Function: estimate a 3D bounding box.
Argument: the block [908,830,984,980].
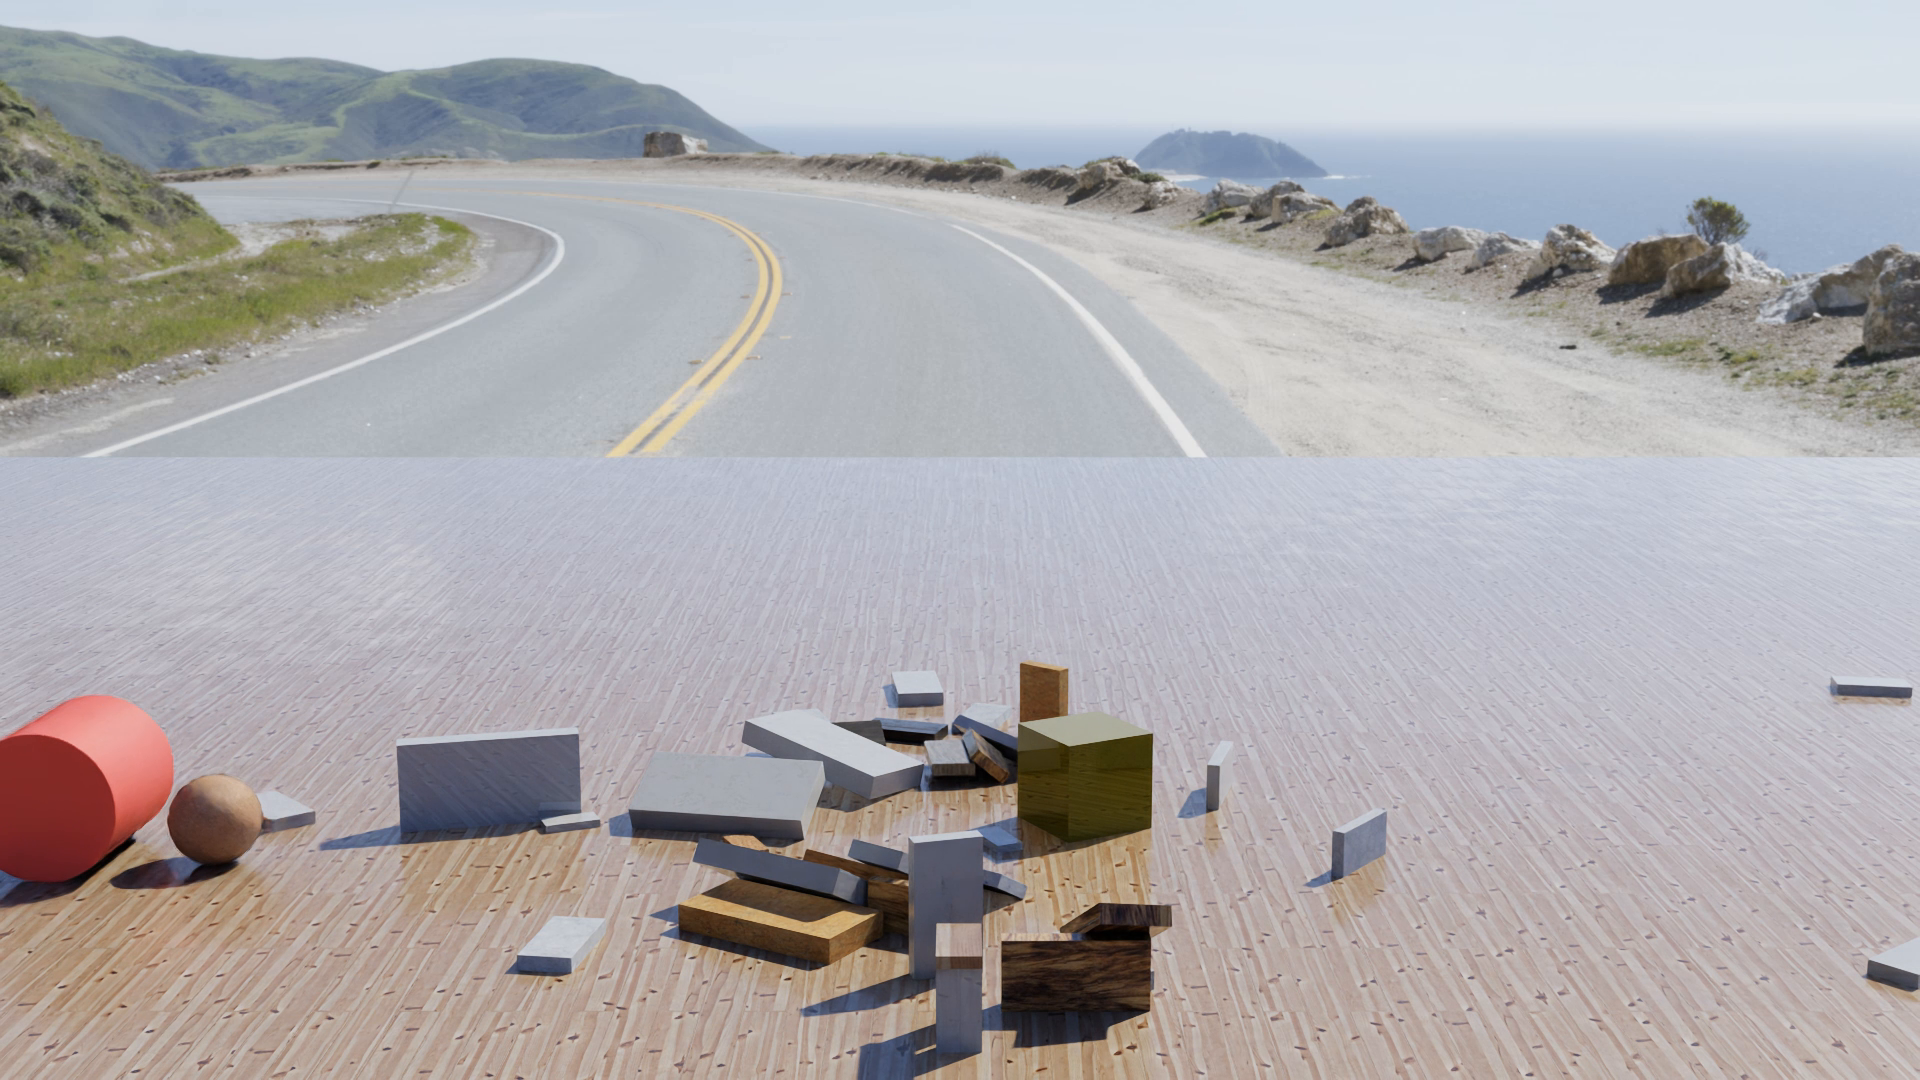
[{"bbox_3d":[-0.021,0.549,3.303,0.108,0.215,0.030,-3,11,-17],"label":"block"}]

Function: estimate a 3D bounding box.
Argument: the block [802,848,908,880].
[{"bbox_3d":[-0.136,0.560,3.621,0.243,0.029,0.103,8,-17,37],"label":"block"}]

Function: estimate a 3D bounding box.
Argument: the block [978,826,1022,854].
[{"bbox_3d":[0.067,0.535,3.925,0.050,0.014,0.100,-5,12,-25],"label":"block"}]

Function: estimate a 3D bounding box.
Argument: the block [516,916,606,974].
[{"bbox_3d":[-0.616,0.626,3.409,0.086,0.024,0.171,2,11,8],"label":"block"}]

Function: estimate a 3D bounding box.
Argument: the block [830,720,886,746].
[{"bbox_3d":[-0.239,0.407,4.506,0.164,0.023,0.082,-2,34,-11],"label":"block"}]

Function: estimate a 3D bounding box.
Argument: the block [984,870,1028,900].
[{"bbox_3d":[0.022,0.561,3.662,0.165,0.023,0.082,8,-16,38],"label":"block"}]

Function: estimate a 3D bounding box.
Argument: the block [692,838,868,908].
[{"bbox_3d":[-0.277,0.548,3.584,0.293,0.042,0.147,6,-18,35],"label":"block"}]

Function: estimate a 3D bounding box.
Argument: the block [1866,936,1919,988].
[{"bbox_3d":[1.457,0.640,3.338,0.159,0.023,0.080,-8,13,-38],"label":"block"}]

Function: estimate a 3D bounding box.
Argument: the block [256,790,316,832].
[{"bbox_3d":[-1.272,0.502,4.074,0.086,0.024,0.171,-9,14,-41],"label":"block"}]

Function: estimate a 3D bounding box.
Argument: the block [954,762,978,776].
[{"bbox_3d":[-0.004,0.440,4.415,0.082,0.023,0.165,1,11,4],"label":"block"}]

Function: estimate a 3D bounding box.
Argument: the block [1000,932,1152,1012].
[{"bbox_3d":[0.167,0.626,3.183,0.215,0.108,0.030,0,11,0],"label":"block"}]

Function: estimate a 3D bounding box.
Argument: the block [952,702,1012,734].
[{"bbox_3d":[0.047,0.384,4.717,0.082,0.023,0.165,3,11,18],"label":"block"}]

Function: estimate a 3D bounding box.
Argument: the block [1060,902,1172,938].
[{"bbox_3d":[0.227,0.569,3.232,0.108,0.030,0.215,4,-20,-12],"label":"block"}]

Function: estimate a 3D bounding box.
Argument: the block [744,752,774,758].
[{"bbox_3d":[-0.379,0.470,4.203,0.147,0.042,0.293,2,11,12],"label":"block"}]

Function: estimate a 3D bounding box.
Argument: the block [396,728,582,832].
[{"bbox_3d":[-0.863,0.439,4.037,0.325,0.162,0.046,-3,11,-14],"label":"block"}]

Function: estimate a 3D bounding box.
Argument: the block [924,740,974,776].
[{"bbox_3d":[-0.022,0.429,4.343,0.082,0.023,0.165,-1,11,-7],"label":"block"}]

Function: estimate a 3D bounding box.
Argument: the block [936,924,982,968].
[{"bbox_3d":[-0.001,0.565,3.061,0.063,0.018,0.127,0,11,0],"label":"block"}]

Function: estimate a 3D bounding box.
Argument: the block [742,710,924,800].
[{"bbox_3d":[-0.249,0.415,4.291,0.325,0.046,0.162,20,15,32],"label":"block"}]

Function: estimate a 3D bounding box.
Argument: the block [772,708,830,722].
[{"bbox_3d":[-0.324,0.397,4.629,0.101,0.029,0.203,-3,11,-17],"label":"block"}]

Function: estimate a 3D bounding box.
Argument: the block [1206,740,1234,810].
[{"bbox_3d":[0.497,0.448,4.199,0.024,0.086,0.171,3,11,15],"label":"block"}]

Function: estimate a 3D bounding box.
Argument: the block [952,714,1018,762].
[{"bbox_3d":[0.085,0.411,4.429,0.082,0.023,0.254,45,-16,-30],"label":"block"}]

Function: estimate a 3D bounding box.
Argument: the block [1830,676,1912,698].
[{"bbox_3d":[2.069,0.332,4.994,0.159,0.023,0.080,2,11,11],"label":"block"}]

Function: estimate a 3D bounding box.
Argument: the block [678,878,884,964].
[{"bbox_3d":[-0.285,0.602,3.488,0.293,0.042,0.147,6,12,31],"label":"block"}]

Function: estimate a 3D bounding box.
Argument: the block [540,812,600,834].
[{"bbox_3d":[-0.713,0.517,4.024,0.100,0.014,0.050,-4,11,-23],"label":"block"}]

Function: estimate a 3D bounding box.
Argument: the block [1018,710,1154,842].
[{"bbox_3d":[0.228,0.431,4.033,0.179,0.179,0.179,-6,12,-29],"label":"block"}]

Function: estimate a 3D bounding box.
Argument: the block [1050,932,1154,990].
[{"bbox_3d":[0.194,0.639,3.323,0.104,0.029,0.207,-5,12,-27],"label":"block"}]

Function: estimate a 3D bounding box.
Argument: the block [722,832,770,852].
[{"bbox_3d":[-0.379,0.542,3.888,0.050,0.014,0.100,-5,12,-25],"label":"block"}]

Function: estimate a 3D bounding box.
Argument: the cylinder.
[{"bbox_3d":[-1.545,0.429,3.826,0.261,0.261,0.261,0,11,1],"label":"cylinder"}]

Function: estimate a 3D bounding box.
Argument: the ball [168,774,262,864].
[{"bbox_3d":[-1.290,0.484,3.812,0.156,0.156,0.156,0,11,0],"label":"ball"}]

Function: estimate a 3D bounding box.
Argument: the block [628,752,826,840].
[{"bbox_3d":[-0.425,0.467,4.032,0.325,0.046,0.162,2,35,12],"label":"block"}]

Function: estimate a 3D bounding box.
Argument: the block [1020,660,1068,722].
[{"bbox_3d":[0.168,0.350,4.410,0.101,0.202,0.029,9,14,40],"label":"block"}]

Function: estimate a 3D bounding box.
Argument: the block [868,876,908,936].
[{"bbox_3d":[-0.067,0.584,3.475,0.165,0.082,0.023,5,12,25],"label":"block"}]

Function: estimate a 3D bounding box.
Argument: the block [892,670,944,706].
[{"bbox_3d":[-0.097,0.334,4.967,0.101,0.029,0.202,-1,11,-6],"label":"block"}]

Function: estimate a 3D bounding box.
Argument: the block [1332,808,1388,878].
[{"bbox_3d":[0.692,0.524,3.807,0.023,0.080,0.159,8,13,37],"label":"block"}]

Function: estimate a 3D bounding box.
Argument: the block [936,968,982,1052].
[{"bbox_3d":[-0.001,0.644,3.033,0.063,0.127,0.018,0,11,0],"label":"block"}]

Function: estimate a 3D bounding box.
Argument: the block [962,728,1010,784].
[{"bbox_3d":[0.051,0.426,4.357,0.082,0.023,0.164,39,5,-11],"label":"block"}]

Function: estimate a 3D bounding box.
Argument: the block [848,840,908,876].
[{"bbox_3d":[-0.082,0.539,3.593,0.104,0.029,0.207,8,-16,36],"label":"block"}]

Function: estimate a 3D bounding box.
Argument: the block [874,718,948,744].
[{"bbox_3d":[-0.116,0.401,4.622,0.164,0.023,0.082,4,11,19],"label":"block"}]
